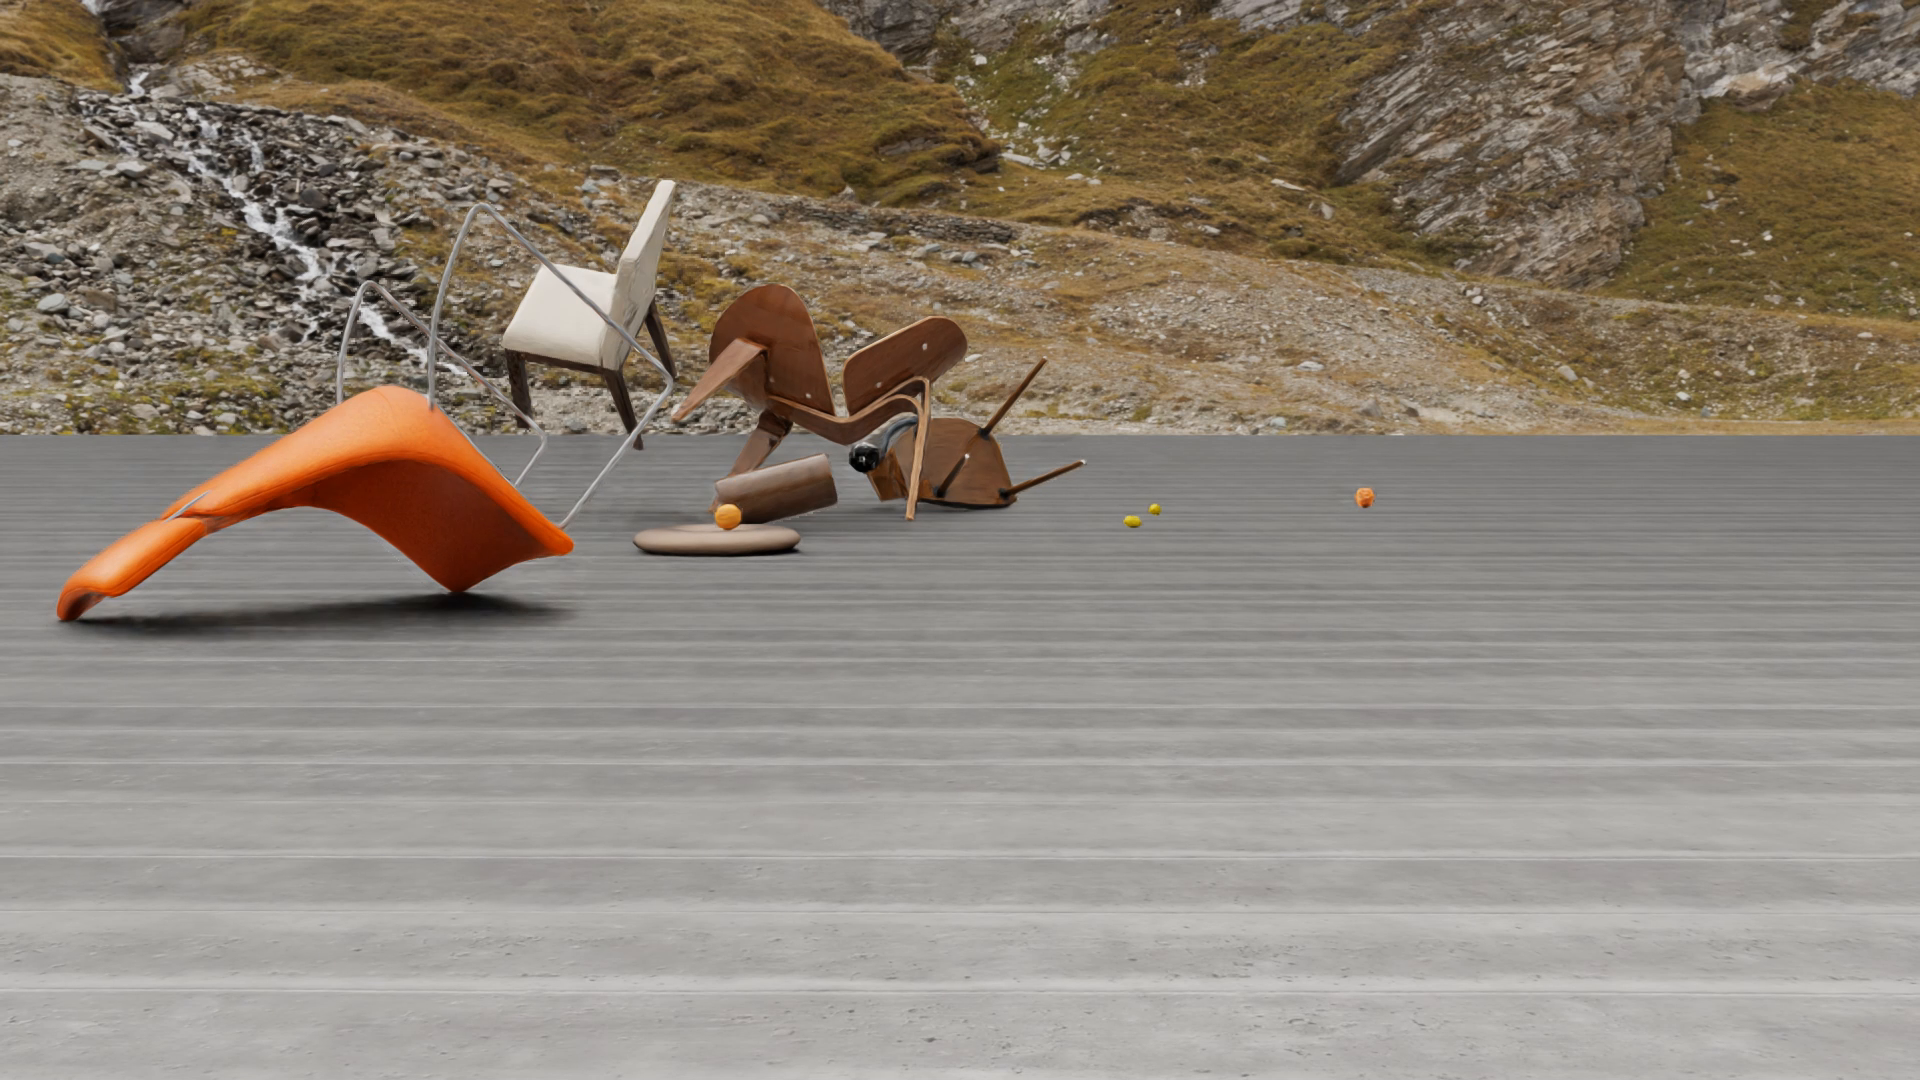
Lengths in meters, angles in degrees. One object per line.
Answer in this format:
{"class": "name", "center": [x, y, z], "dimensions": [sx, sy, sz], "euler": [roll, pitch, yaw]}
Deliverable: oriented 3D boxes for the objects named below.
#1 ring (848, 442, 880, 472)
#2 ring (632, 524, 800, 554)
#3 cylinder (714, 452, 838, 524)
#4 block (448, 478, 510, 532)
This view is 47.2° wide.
{"class": "ring", "center": [-0.352, -0.303, 8.064], "dimensions": [0.111, 0.102, 0.082], "euler": [16, 35, 4]}
{"class": "ring", "center": [-0.676, -0.002, 6.108], "dimensions": [0.466, 0.066, 0.436], "euler": [-1, 4, -5]}
{"class": "cylinder", "center": [-0.574, -0.148, 6.856], "dimensions": [0.352, 0.170, 0.167], "euler": [-15, 47, -8]}
{"class": "block", "center": [-1.518, -0.112, 6.935], "dimensions": [0.168, 0.166, 0.101], "euler": [3, 2, 36]}
